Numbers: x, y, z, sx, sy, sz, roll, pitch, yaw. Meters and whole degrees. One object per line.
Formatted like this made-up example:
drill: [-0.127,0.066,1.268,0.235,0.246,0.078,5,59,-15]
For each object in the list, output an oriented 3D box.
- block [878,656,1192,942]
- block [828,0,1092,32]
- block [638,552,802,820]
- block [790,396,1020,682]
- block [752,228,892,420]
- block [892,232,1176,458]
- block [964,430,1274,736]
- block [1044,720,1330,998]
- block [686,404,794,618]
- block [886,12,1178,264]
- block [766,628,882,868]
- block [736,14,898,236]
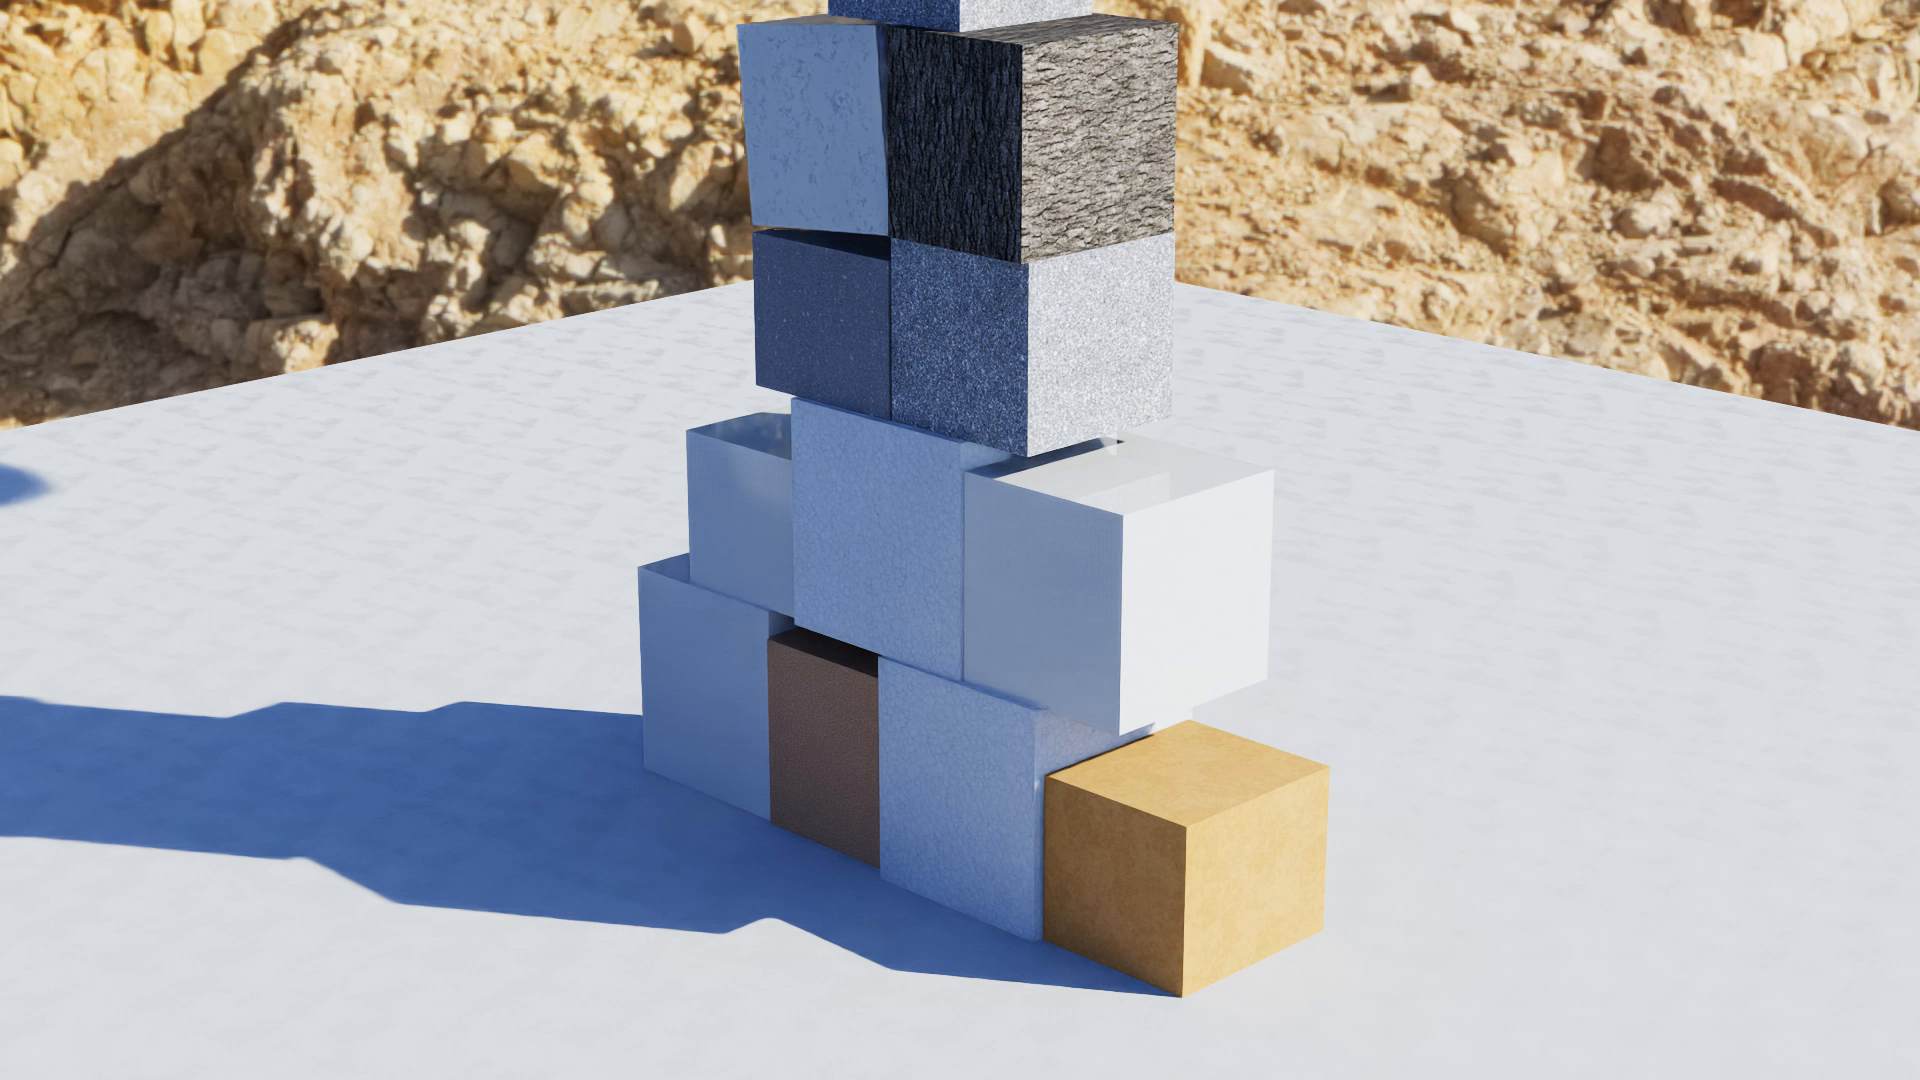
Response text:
block: [0.342,1.028,13.278,1.031,1.077,0.968,-17,24,-42]
block: [-0.001,-2.712,12.489,0.802,0.940,0.803,17,24,42]
block: [-0.942,0.650,14.506,0.846,1.061,0.970,-17,24,-42]
block: [-0.028,-0.115,13.322,0.995,1.078,1.081,-17,24,-42]
block: [-0.307,-1.047,13.305,0.890,0.711,0.885,-17,24,-42]
block: [0.316,-0.923,12.719,0.912,0.826,0.818,-17,24,-42]
block: [0.681,0.157,12.661,0.964,0.955,0.911,-17,24,-42]
block: [0.980,1.361,12.725,0.943,0.774,0.802,-17,24,-42]
block: [-0.716,-0.156,14.033,0.813,0.761,0.848,-17,24,-42]
block: [0.307,-1.738,12.445,0.947,0.893,0.789,-17,24,-42]
block: [-0.290,0.900,13.921,0.917,0.935,0.826,-17,24,-42]
block: [-0.294,-1.892,13.073,0.987,0.890,0.897,-17,19,-42]
